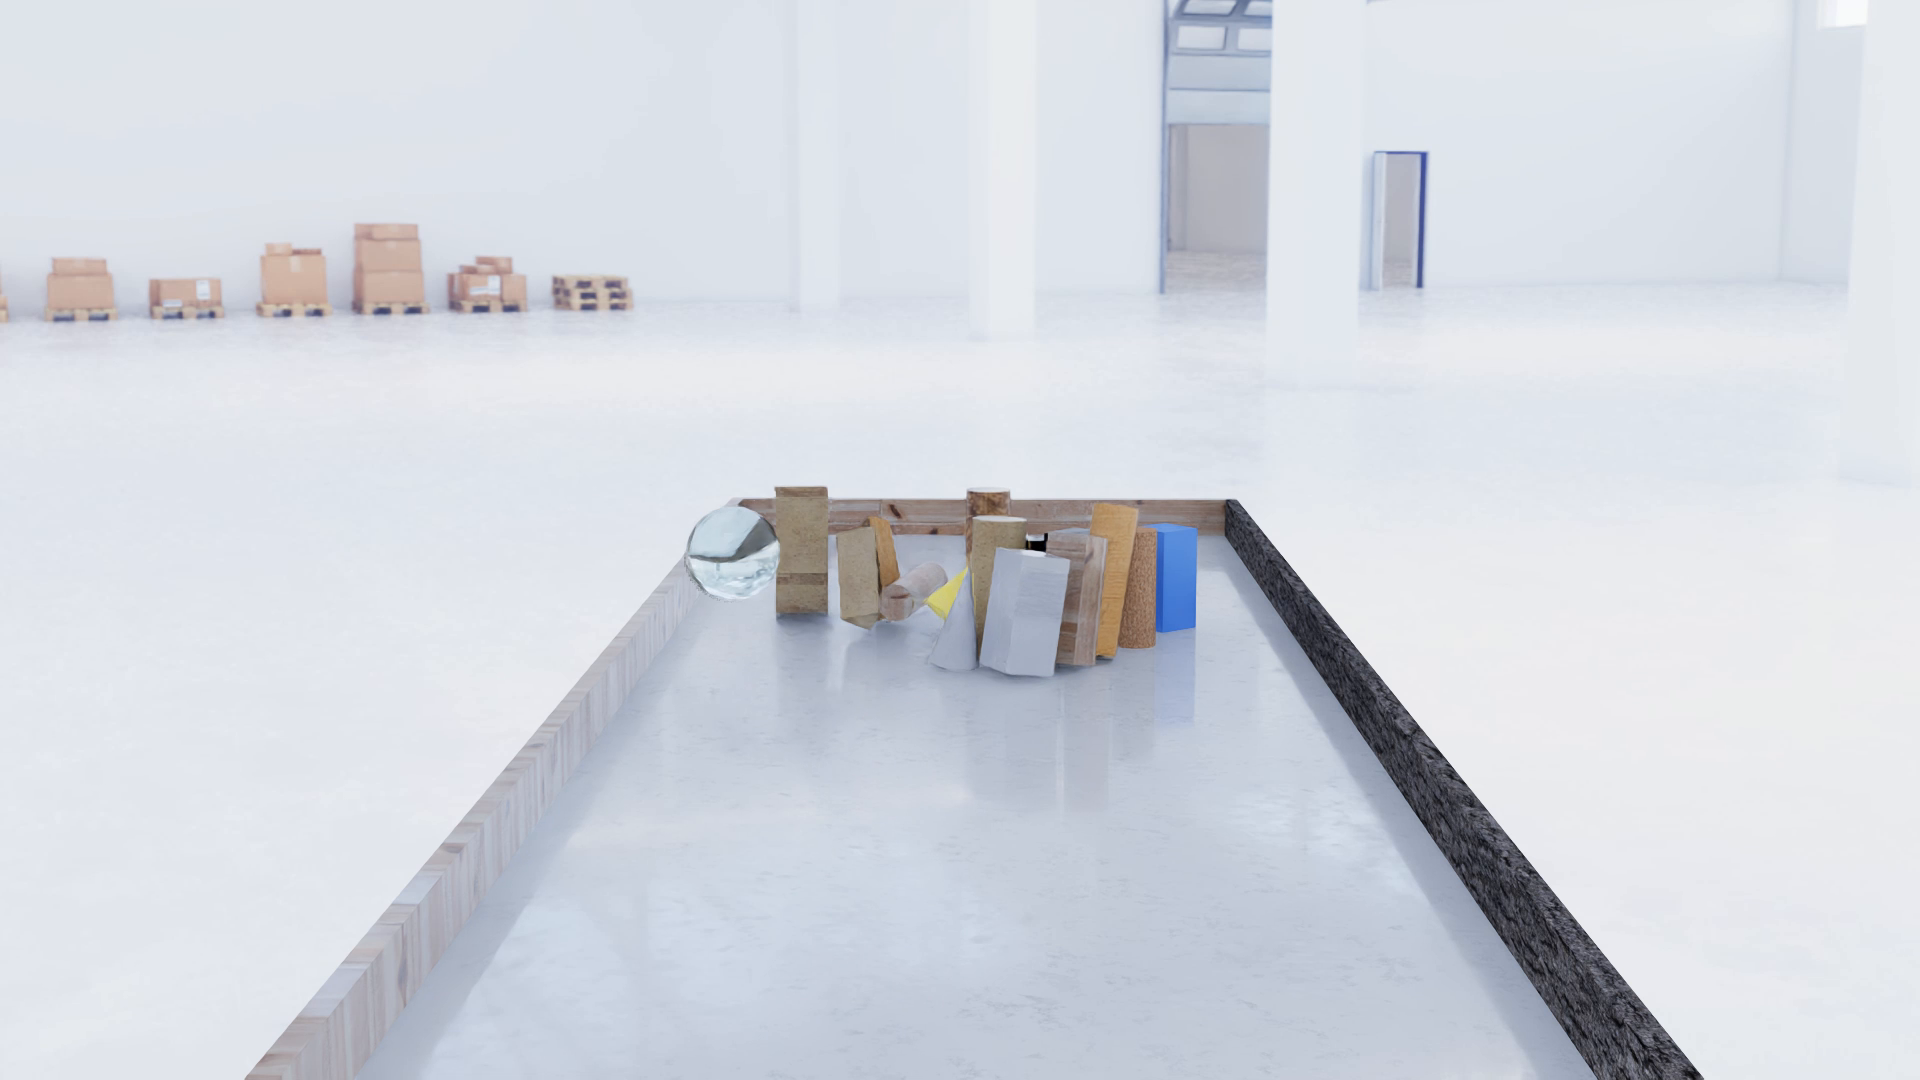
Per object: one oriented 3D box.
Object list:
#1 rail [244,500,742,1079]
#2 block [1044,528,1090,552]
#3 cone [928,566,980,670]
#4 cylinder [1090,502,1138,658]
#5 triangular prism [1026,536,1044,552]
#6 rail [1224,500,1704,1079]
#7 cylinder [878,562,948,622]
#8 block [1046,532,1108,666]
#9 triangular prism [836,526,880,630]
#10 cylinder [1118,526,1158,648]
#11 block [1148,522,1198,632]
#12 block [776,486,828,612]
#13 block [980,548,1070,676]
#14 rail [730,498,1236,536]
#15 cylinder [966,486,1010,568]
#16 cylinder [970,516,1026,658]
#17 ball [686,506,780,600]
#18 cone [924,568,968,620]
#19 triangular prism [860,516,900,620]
[{"bbox_3d":[-1.004,0.839,3.234,0.050,0.150,12.000,0,9,1],"label":"rail"},{"bbox_3d":[0.390,0.129,7.207,0.162,0.310,0.162,7,11,38],"label":"block"},{"bbox_3d":[0.006,0.219,6.565,0.154,0.309,0.154,9,15,-2],"label":"cone"},{"bbox_3d":[0.441,0.123,6.709,0.137,0.457,0.137,9,-3,0],"label":"cylinder"},{"bbox_3d":[0.200,0.156,6.962,0.130,0.332,0.113,0,9,0],"label":"triangular prism"},{"bbox_3d":[1.046,0.843,3.208,0.050,0.150,12.000,0,9,1],"label":"rail"},{"bbox_3d":[-0.153,0.168,7.205,0.118,0.118,0.374,3,12,17],"label":"cylinder"},{"bbox_3d":[0.334,0.177,6.596,0.135,0.387,0.135,6,-1,32],"label":"block"},{"bbox_3d":[-0.319,0.130,7.185,0.128,0.316,0.111,-10,-29,10],"label":"triangular prism"},{"bbox_3d":[0.549,0.148,6.903,0.133,0.367,0.133,0,9,0],"label":"cylinder"},{"bbox_3d":[0.667,0.122,7.191,0.149,0.328,0.149,-7,11,-38],"label":"block"},{"bbox_3d":[-0.531,0.033,7.385,0.173,0.419,0.173,-1,-1,-4],"label":"block"},{"bbox_3d":[0.190,0.212,6.485,0.161,0.349,0.161,6,5,-28],"label":"block"},{"bbox_3d":[0.099,-0.098,9.147,2.100,0.150,0.050,0,9,1],"label":"rail"},{"bbox_3d":[0.092,0.059,7.194,0.145,0.451,0.145,0,8,0],"label":"cylinder"},{"bbox_3d":[0.112,0.146,6.711,0.165,0.421,0.165,2,6,0],"label":"cylinder"},{"bbox_3d":[-0.740,0.043,7.167,0.307,0.307,0.307,0,9,0],"label":"ball"},{"bbox_3d":[0.067,0.110,7.083,0.178,0.361,0.178,38,-9,7],"label":"cone"},{"bbox_3d":[-0.249,0.093,7.331,0.092,0.333,0.106,-2,-20,-25],"label":"triangular prism"}]
